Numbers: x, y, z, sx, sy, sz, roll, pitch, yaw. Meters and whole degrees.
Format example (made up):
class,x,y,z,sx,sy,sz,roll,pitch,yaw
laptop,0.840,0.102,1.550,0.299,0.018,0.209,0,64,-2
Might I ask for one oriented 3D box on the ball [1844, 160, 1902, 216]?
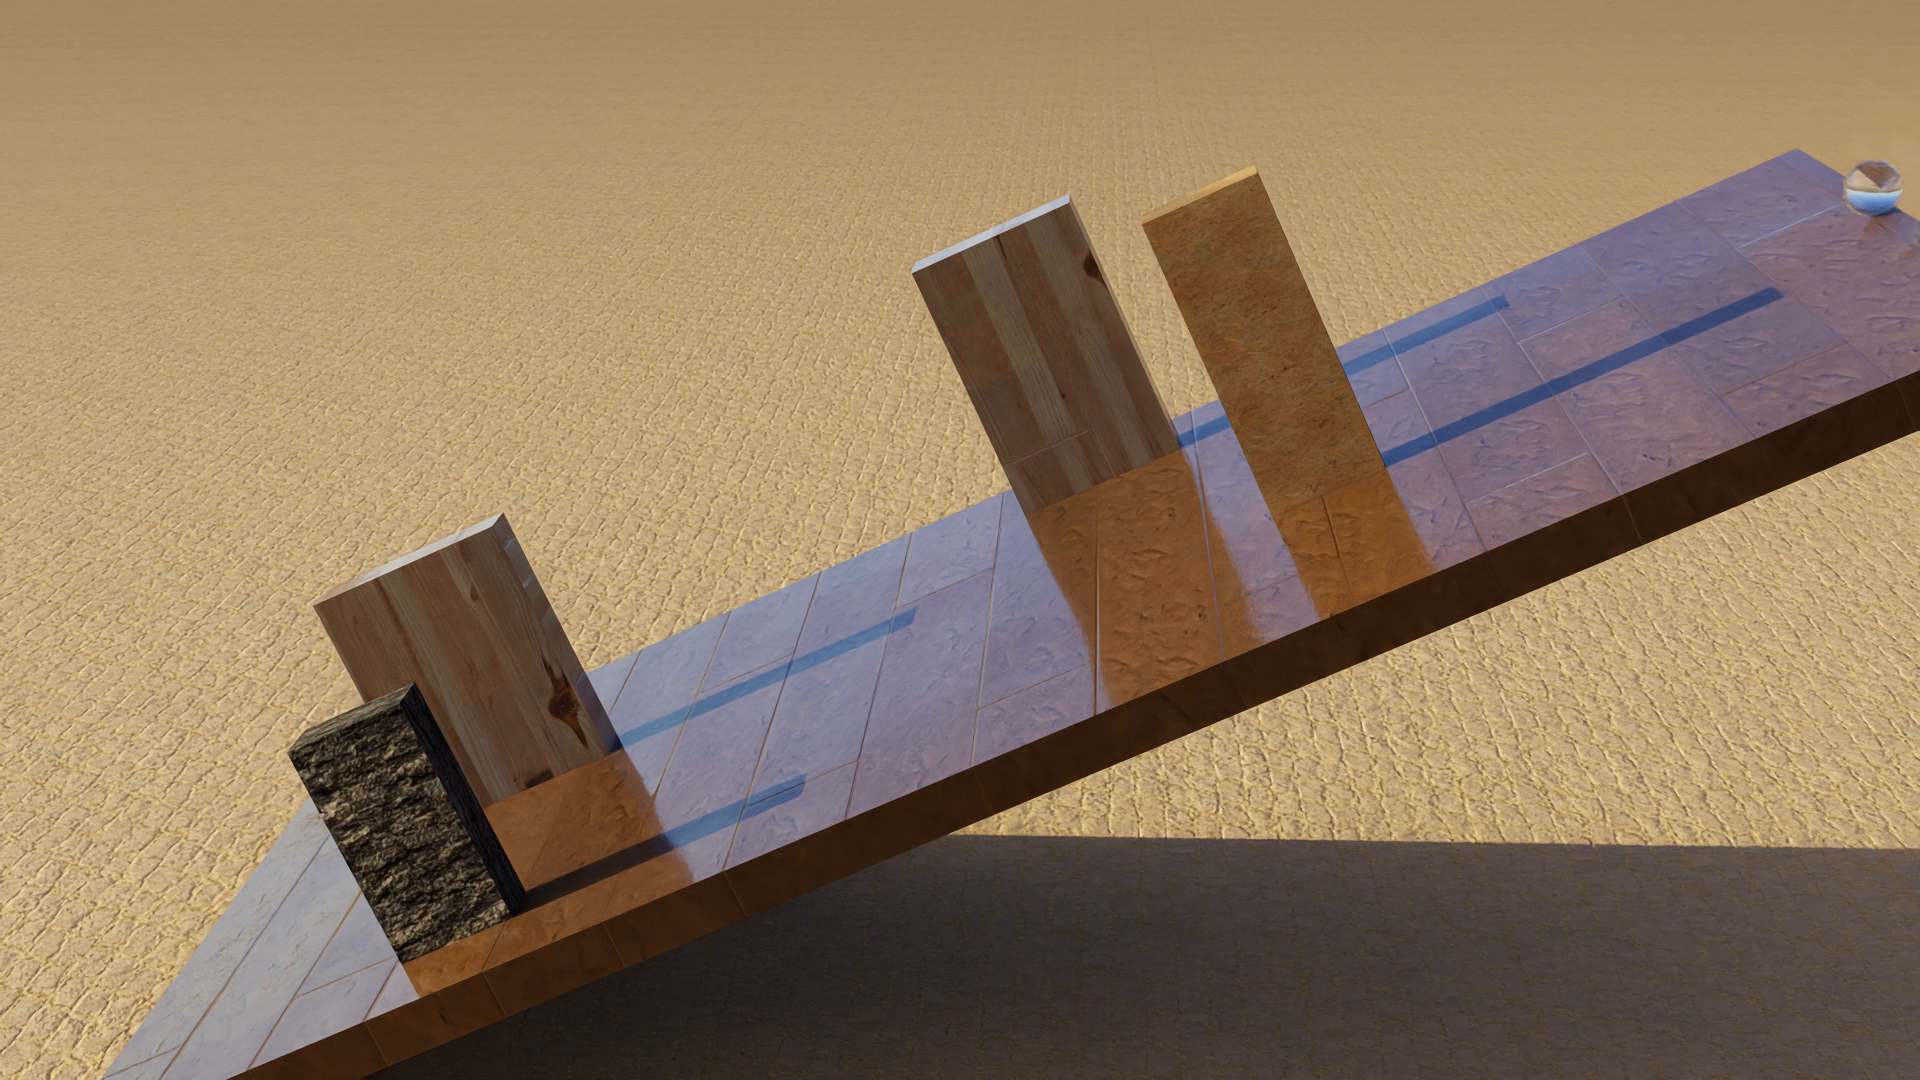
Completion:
class,x,y,z,sx,sy,sz,roll,pitch,yaw
ball,1.884,-0.727,6.067,0.114,0.114,0.114,0,15,0

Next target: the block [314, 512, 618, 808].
class,x,y,z,sx,sy,sz,roll,pitch,yaw
block,-1.103,0.295,6.585,0.448,0.576,0.123,-23,13,9

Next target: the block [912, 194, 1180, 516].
class,x,y,z,sx,sy,sz,roll,pitch,yaw
block,0.204,-0.432,6.881,0.397,0.634,0.140,-23,13,9

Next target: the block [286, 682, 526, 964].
class,x,y,z,sx,sy,sz,roll,pitch,yaw
block,-1.076,0.553,5.737,0.245,0.479,0.135,-23,13,9

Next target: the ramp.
class,x,y,z,sx,sy,sz,roll,pitch,yaw
ramp,0.134,0.169,6.283,4.000,0.100,2.000,-23,13,9

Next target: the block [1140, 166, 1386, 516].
class,x,y,z,sx,sy,sz,roll,pitch,yaw
block,0.613,-0.402,5.947,0.249,0.656,0.117,-23,13,9
